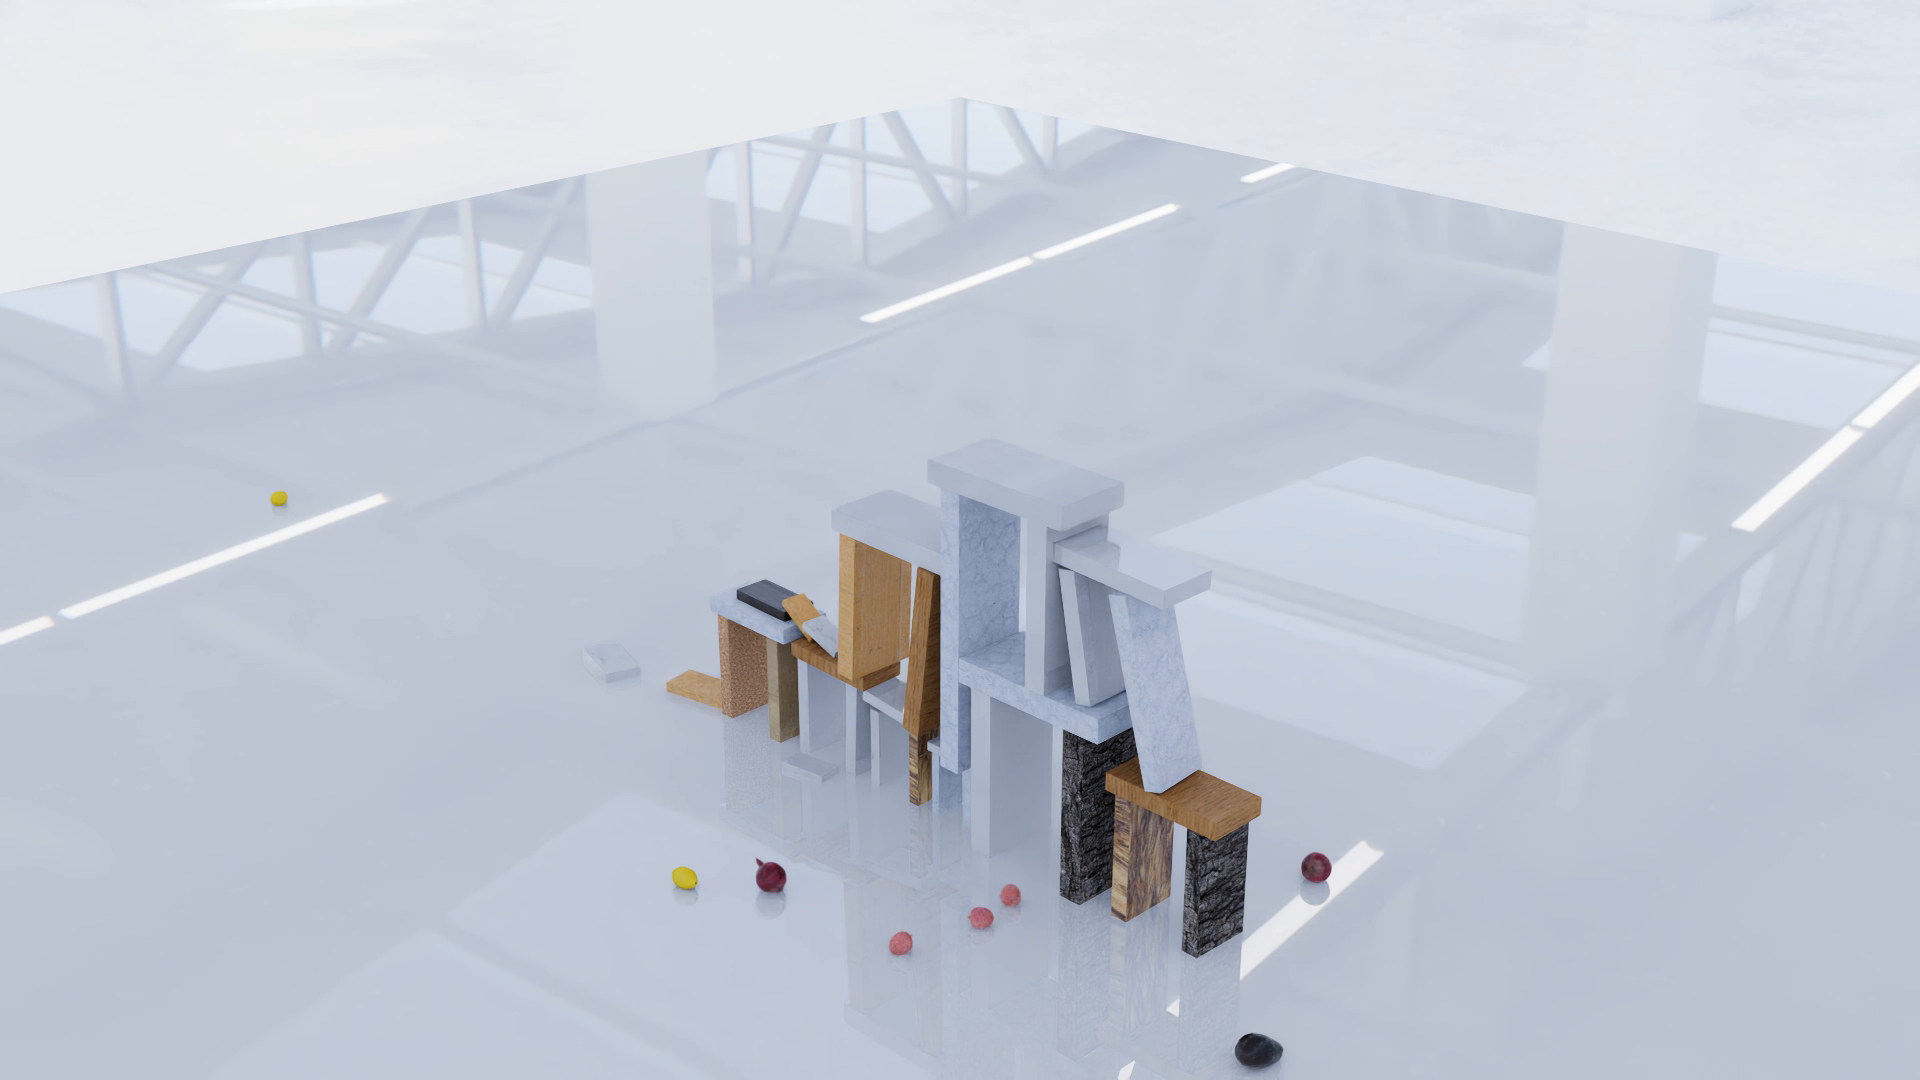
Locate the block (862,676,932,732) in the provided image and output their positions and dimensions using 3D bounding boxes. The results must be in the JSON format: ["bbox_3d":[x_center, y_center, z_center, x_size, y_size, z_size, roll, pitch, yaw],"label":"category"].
[{"bbox_3d":[-0.107,0.337,4.476,0.172,0.024,0.086,28,35,36],"label":"block"}]

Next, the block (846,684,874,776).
[{"bbox_3d":[-0.188,0.377,4.594,0.108,0.215,0.030,-21,34,-40],"label":"block"}]

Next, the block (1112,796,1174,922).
[{"bbox_3d":[0.341,0.570,4.088,0.036,0.257,0.129,22,31,40],"label":"block"}]

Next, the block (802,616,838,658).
[{"bbox_3d":[-0.274,0.201,4.587,0.054,0.015,0.109,-20,48,-39],"label":"block"}]

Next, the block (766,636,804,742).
[{"bbox_3d":[-0.356,0.304,4.734,0.034,0.242,0.121,21,31,41],"label":"block"}]

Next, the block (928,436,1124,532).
[{"bbox_3d":[0.118,-0.106,4.046,0.337,0.048,0.169,21,31,40],"label":"block"}]

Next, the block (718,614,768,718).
[{"bbox_3d":[-0.470,0.259,4.839,0.034,0.242,0.121,21,31,41],"label":"block"}]

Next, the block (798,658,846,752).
[{"bbox_3d":[-0.293,0.337,4.691,0.030,0.215,0.108,21,31,41],"label":"block"}]

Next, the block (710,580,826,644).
[{"bbox_3d":[-0.414,0.154,4.734,0.242,0.034,0.121,21,31,40],"label":"block"}]

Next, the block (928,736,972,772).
[{"bbox_3d":[0.006,0.423,4.394,0.135,0.019,0.067,22,31,40],"label":"block"}]

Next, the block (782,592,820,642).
[{"bbox_3d":[-0.323,0.163,4.639,0.054,0.015,0.109,-19,60,-38],"label":"block"}]

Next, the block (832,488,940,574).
[{"bbox_3d":[-0.087,-0.018,4.311,0.316,0.045,0.158,22,31,40],"label":"block"}]

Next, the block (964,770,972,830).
[{"bbox_3d":[0.038,0.506,4.395,0.019,0.135,0.067,22,31,40],"label":"block"}]

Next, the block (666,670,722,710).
[{"bbox_3d":[-0.571,0.335,4.942,0.161,0.023,0.081,15,27,31],"label":"block"}]

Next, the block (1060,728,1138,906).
[{"bbox_3d":[0.270,0.493,4.144,0.050,0.355,0.178,21,31,41],"label":"block"}]

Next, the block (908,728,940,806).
[{"bbox_3d":[-0.064,0.448,4.485,0.024,0.172,0.086,21,31,40],"label":"block"}]

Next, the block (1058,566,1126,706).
[{"bbox_3d":[0.252,0.160,4.012,0.129,0.258,0.037,-21,20,-41],"label":"block"}]

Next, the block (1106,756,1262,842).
[{"bbox_3d":[0.402,0.458,3.975,0.129,0.036,0.257,-21,31,-41],"label":"block"}]

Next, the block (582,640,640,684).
[{"bbox_3d":[-0.805,0.280,5.073,0.081,0.023,0.161,-12,26,-26],"label":"block"}]

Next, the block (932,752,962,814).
[{"bbox_3d":[-0.026,0.481,4.454,0.019,0.135,0.068,21,31,41],"label":"block"}]

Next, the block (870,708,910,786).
[{"bbox_3d":[-0.145,0.416,4.559,0.024,0.172,0.086,21,31,41],"label":"block"}]

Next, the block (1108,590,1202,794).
[{"bbox_3d":[0.352,0.255,3.936,0.037,0.370,0.129,1,18,43],"label":"block"}]

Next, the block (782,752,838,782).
[{"bbox_3d":[-0.315,0.477,4.617,0.109,0.015,0.054,16,28,33],"label":"block"}]

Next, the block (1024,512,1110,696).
[{"bbox_3d":[0.197,0.102,4.050,0.169,0.338,0.048,-21,31,-40],"label":"block"}]

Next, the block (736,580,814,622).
[{"bbox_3d":[-0.397,0.129,4.719,0.081,0.023,0.161,-20,30,-40],"label":"block"}]

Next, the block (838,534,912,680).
[{"bbox_3d":[-0.172,0.114,4.460,0.158,0.316,0.045,-21,33,-40],"label":"block"}]

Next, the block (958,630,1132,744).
[{"bbox_3d":[0.186,0.273,4.142,0.355,0.050,0.178,21,31,41],"label":"block"}]

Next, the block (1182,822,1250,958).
[{"bbox_3d":[0.462,0.616,3.979,0.129,0.257,0.036,-20,30,-39],"label":"block"}]

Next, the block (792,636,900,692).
[{"bbox_3d":[-0.238,0.246,4.580,0.215,0.030,0.108,23,32,38],"label":"block"}]

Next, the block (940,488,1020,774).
[{"bbox_3d":[0.039,0.156,4.244,0.048,0.589,0.169,22,31,40],"label":"block"}]

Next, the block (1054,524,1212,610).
[{"bbox_3d":[0.306,0.046,3.908,0.129,0.037,0.258,-21,33,-40],"label":"block"}]

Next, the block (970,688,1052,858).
[{"bbox_3d":[0.102,0.427,4.298,0.050,0.355,0.178,21,31,41],"label":"block"}]

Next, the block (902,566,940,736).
[{"bbox_3d":[-0.027,0.199,4.332,0.158,0.365,0.045,-21,38,-41],"label":"block"}]
